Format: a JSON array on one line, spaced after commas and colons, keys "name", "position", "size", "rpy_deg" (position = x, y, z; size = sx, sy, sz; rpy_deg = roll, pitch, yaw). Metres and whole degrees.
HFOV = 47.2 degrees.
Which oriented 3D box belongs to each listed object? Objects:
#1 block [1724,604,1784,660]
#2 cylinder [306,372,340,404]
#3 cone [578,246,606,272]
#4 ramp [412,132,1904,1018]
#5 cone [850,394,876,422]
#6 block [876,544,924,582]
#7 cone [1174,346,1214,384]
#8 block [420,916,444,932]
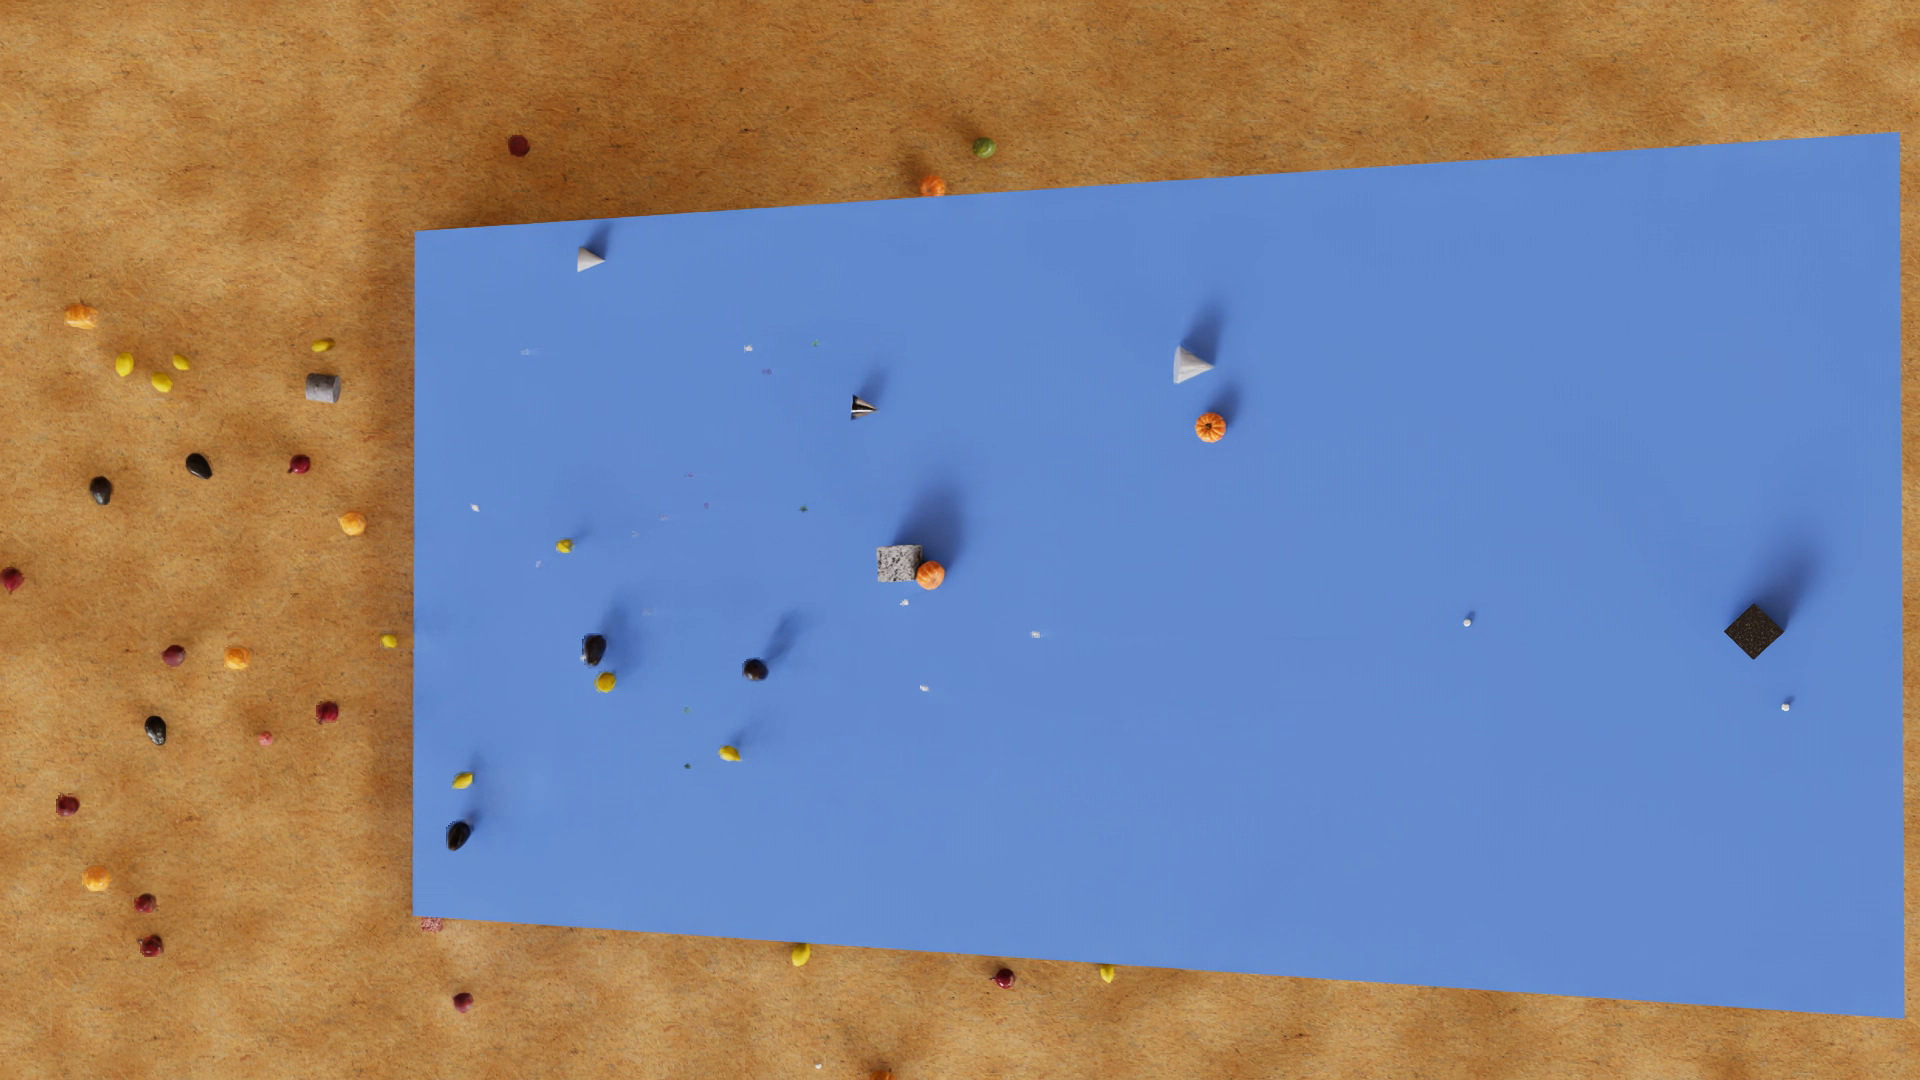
[{"name": "block", "position": [1.816, 0.209, 5.030], "size": [0.091, 0.091, 0.091], "rpy_deg": [-47, 74, 15]}, {"name": "cylinder", "position": [-1.879, -0.448, 6.487], "size": [0.081, 0.081, 0.081], "rpy_deg": [7, 89, 0]}, {"name": "cone", "position": [-1.037, -0.790, 6.200], "size": [0.074, 0.074, 0.074], "rpy_deg": [3, 89, -6]}, {"name": "ramp", "position": [0.282, 0.087, 5.739], "size": [4.000, 0.100, 2.000], "rpy_deg": [0, 89, 22]}, {"name": "cone", "position": [-0.254, -0.351, 5.885], "size": [0.073, 0.073, 0.073], "rpy_deg": [5, 89, -5]}, {"name": "block", "position": [-0.158, 0.062, 5.810], "size": [0.093, 0.093, 0.093], "rpy_deg": [-4, 88, 21]}, {"name": "cone", "position": [0.595, -0.440, 5.545], "size": [0.097, 0.097, 0.097], "rpy_deg": [3, 89, -5]}, {"name": "block", "position": [-1.555, 1.124, 6.480], "size": [0.054, 0.054, 0.054], "rpy_deg": [0, 89, 0]}]
